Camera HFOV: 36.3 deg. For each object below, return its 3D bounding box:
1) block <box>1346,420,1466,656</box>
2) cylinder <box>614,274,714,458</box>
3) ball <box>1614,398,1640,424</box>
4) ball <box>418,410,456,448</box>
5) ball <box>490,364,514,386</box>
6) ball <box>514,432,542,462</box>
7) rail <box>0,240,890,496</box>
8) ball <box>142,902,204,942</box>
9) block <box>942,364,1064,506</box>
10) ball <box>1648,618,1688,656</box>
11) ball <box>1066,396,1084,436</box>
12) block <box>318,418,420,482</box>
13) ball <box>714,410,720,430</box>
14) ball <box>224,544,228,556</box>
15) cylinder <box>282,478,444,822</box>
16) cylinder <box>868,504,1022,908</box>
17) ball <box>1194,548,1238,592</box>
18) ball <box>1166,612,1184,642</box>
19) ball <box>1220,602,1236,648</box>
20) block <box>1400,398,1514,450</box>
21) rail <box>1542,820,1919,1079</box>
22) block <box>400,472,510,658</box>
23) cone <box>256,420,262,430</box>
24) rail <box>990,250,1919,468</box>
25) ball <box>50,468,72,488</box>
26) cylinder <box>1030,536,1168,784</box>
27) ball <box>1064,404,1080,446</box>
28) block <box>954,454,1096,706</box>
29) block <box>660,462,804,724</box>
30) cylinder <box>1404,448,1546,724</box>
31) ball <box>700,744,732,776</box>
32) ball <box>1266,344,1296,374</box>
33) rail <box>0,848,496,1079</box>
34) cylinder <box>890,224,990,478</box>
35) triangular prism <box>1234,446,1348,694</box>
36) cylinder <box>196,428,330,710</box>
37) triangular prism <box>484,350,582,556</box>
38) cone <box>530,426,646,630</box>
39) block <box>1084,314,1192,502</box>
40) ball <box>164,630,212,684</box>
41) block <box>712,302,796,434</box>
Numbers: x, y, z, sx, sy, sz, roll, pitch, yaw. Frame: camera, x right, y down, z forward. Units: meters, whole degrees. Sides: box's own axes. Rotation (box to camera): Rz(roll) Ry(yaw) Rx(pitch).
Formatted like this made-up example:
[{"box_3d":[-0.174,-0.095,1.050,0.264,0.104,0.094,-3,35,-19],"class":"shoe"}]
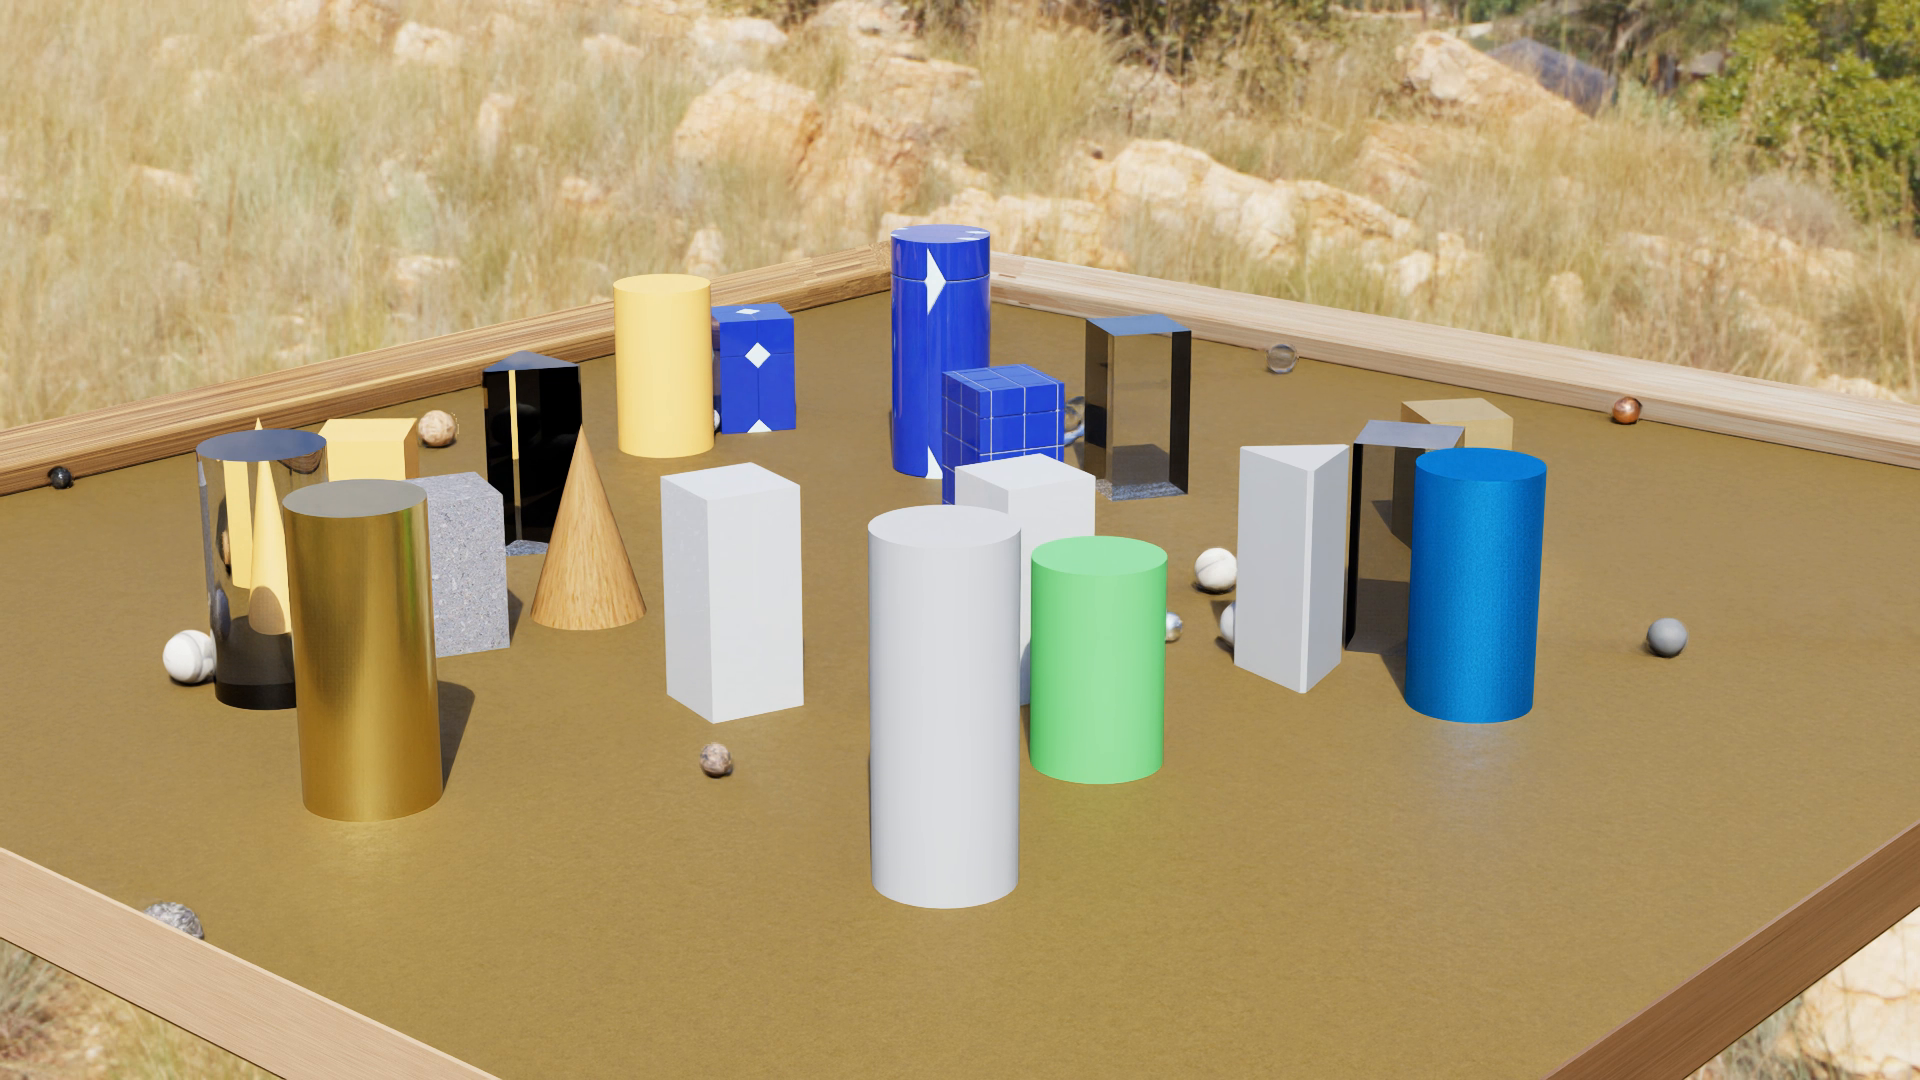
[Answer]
[{"box_3d":[0.736,-0.002,4.846,0.159,0.355,0.159,5,18,16],"class":"block"},{"box_3d":[-0.611,-0.361,6.060,0.199,0.343,0.199,0,17,0],"class":"cylinder"},{"box_3d":[1.427,-0.277,6.274,0.057,0.057,0.057,0,17,0],"class":"ball"},{"box_3d":[-1.086,-0.231,6.088,0.077,0.077,0.077,0,17,0],"class":"ball"},{"box_3d":[-1.029,-0.371,6.596,0.052,0.052,0.052,0,17,0],"class":"ball"},{"box_3d":[-0.881,-0.190,5.982,0.059,0.059,0.059,0,17,0],"class":"ball"},{"box_3d":[-1.366,-0.310,6.255,0.045,0.129,3.791,14,22,39],"class":"rail"},{"box_3d":[-0.988,0.496,3.654,0.089,0.089,0.089,0,17,0],"class":"ball"},{"box_3d":[0.074,-0.097,5.111,0.159,0.383,0.159,-7,18,-23],"class":"block"},{"box_3d":[1.162,0.159,4.817,0.064,0.064,0.064,0,17,0],"class":"ball"},{"box_3d":[0.255,-0.260,6.170,0.086,0.086,0.086,0,17,0],"class":"ball"},{"box_3d":[-1.068,-0.081,5.300,0.159,0.244,0.159,-1,17,-2],"class":"block"},{"box_3d":[-0.535,-0.253,6.198,0.055,0.055,0.055,0,17,0],"class":"ball"},{"box_3d":[-1.266,0.030,5.210,0.084,0.084,0.084,0,17,0],"class":"ball"},{"box_3d":[-0.846,0.155,4.165,0.199,0.447,0.199,0,17,0],"class":"cylinder"},{"box_3d":[-0.020,0.219,3.872,0.199,0.494,0.199,0,17,0],"class":"cylinder"},{"box_3d":[0.450,0.053,5.143,0.078,0.078,0.078,0,17,0],"class":"ball"},{"box_3d":[0.346,0.145,4.886,0.051,0.051,0.051,0,17,0],"class":"ball"},{"box_3d":[0.472,0.141,4.835,0.088,0.088,0.088,0,17,0],"class":"ball"},{"box_3d":[0.918,-0.126,5.456,0.159,0.240,0.159,-3,17,-11],"class":"block"},{"box_3d":[1.366,0.374,3.984,0.045,0.129,3.791,14,22,39],"class":"rail"},{"box_3d":[-0.853,0.041,4.862,0.159,0.263,0.159,-8,18,-24],"class":"block"},{"box_3d":[-1.195,-0.049,5.039,0.199,0.334,0.199,0,17,0],"class":"cone"},{"box_3d":[1.227,-0.375,6.473,3.665,0.129,0.045,14,22,39],"class":"rail"},{"box_3d":[-1.775,-0.122,5.790,0.040,0.040,0.040,0,17,0],"class":"ball"},{"box_3d":[0.203,0.175,4.323,0.199,0.318,0.199,0,17,0],"class":"cylinder"},{"box_3d":[0.204,-0.240,6.094,0.091,0.091,0.091,0,17,0],"class":"ball"},{"box_3d":[0.101,0.062,4.635,0.159,0.353,0.159,-10,19,-30],"class":"block"},{"box_3d":[-0.355,0.080,4.568,0.159,0.358,0.159,-10,20,-30],"class":"block"},{"box_3d":[0.800,0.069,4.556,0.199,0.387,0.199,0,17,0],"class":"cylinder"},{"box_3d":[-0.358,0.323,4.301,0.046,0.046,0.046,0,17,0],"class":"ball"},{"box_3d":[0.736,-0.416,6.718,0.067,0.067,0.067,0,17,0],"class":"ball"},{"box_3d":[-1.227,0.440,3.766,3.665,0.129,0.045,14,22,39],"class":"rail"},{"box_3d":[-0.039,-0.380,5.887,0.199,0.477,0.199,0,17,0],"class":"cylinder"},{"box_3d":[0.558,0.035,4.704,0.149,0.366,0.172,-11,20,-32],"class":"triangular prism"},{"box_3d":[-1.084,0.045,4.610,0.199,0.401,0.199,0,17,0],"class":"cylinder"},{"box_3d":[-0.789,-0.163,5.393,0.172,0.348,0.149,-4,17,-15],"class":"triangular prism"},{"box_3d":[-0.639,-0.036,4.997,0.199,0.334,0.199,0,17,0],"class":"cone"},{"box_3d":[0.347,-0.261,5.751,0.159,0.329,0.159,-5,18,-17],"class":"block"},{"box_3d":[-1.229,0.187,4.686,0.086,0.086,0.086,0,17,0],"class":"ball"},{"box_3d":[-0.448,-0.367,6.255,0.159,0.241,0.159,-5,17,-15],"class":"block"}]
